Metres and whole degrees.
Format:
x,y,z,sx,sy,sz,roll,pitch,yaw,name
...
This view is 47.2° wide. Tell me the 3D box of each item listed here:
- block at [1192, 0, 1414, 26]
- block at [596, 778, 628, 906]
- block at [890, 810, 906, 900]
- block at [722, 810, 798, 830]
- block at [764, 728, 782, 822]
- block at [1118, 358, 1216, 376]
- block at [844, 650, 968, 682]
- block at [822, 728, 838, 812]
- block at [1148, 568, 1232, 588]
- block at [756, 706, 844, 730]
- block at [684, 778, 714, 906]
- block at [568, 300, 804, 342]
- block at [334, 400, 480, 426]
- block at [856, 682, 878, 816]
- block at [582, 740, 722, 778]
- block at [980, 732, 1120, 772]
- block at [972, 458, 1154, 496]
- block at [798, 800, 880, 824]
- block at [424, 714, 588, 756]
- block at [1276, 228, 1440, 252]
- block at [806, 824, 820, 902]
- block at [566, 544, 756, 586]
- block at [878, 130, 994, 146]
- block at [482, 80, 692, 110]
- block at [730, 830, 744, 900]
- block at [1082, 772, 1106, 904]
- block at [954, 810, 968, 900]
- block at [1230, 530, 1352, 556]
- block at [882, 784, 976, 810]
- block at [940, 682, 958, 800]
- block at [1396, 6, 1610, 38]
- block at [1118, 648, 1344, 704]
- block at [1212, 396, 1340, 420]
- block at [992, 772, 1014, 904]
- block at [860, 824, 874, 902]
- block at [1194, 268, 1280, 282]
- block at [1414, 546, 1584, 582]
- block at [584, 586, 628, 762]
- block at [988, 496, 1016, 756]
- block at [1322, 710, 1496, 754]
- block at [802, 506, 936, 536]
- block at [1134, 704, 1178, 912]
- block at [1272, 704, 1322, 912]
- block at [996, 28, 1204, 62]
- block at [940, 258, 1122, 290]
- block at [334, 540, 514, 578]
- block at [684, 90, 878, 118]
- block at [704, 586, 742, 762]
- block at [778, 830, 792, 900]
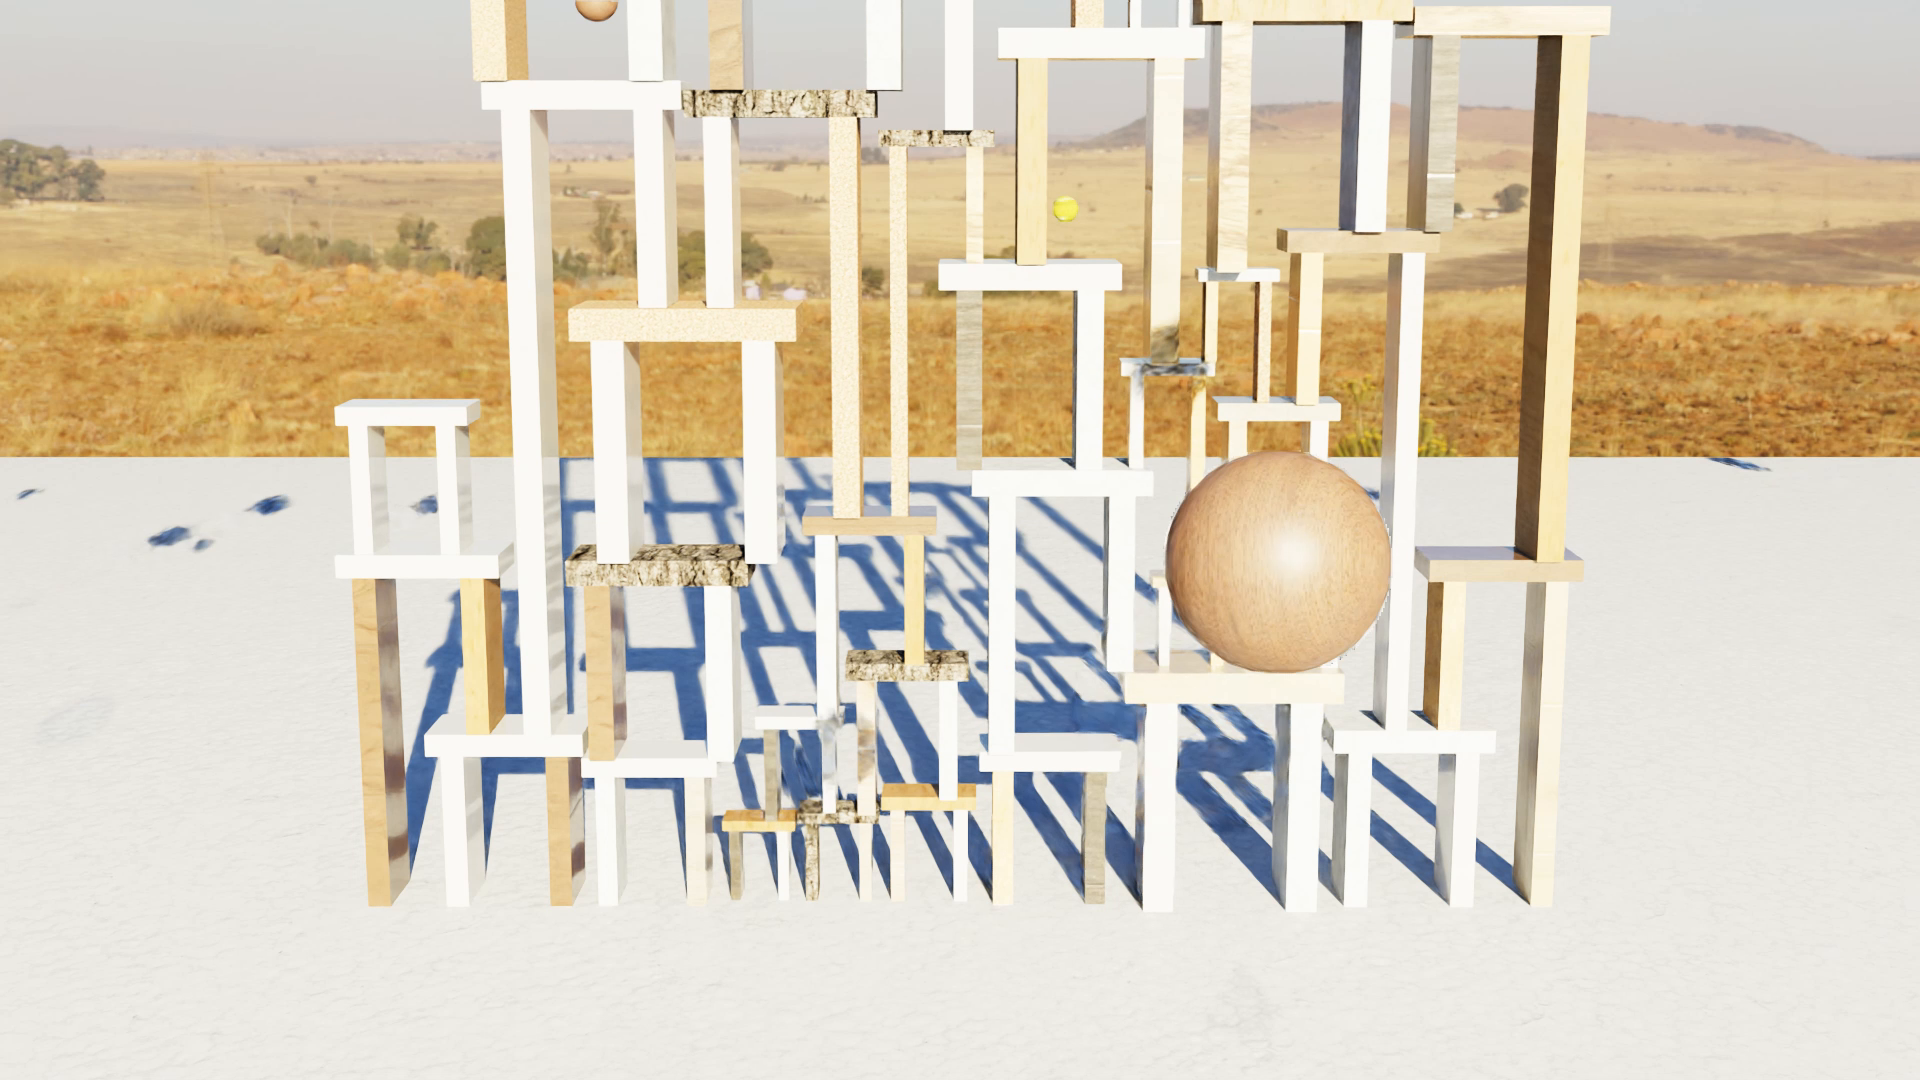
x,y,z,sx,sy,sz,roll,pitch,yaw,name
0.526,-0.823,3.401,0.317,0.045,0.158,0,11,0,block
-0.578,0.483,3.647,0.031,0.219,0.109,0,11,0,block
-0.103,0.513,3.658,0.022,0.156,0.078,0,11,0,block
-0.331,0.465,3.645,0.119,0.017,0.059,0,11,0,block
-0.309,0.379,3.628,0.020,0.159,0.071,0,11,0,block
0.329,-0.276,3.504,0.147,0.021,0.073,0,11,1,block
-0.086,0.205,3.596,0.200,0.028,0.100,0,10,0,block
-0.214,0.371,3.626,0.020,0.142,0.071,0,11,0,block
0.374,0.062,3.573,0.129,0.018,0.064,0,11,0,block
-0.262,0.291,3.611,0.142,0.020,0.071,0,11,0,block
-0.432,0.483,3.647,0.031,0.219,0.109,0,11,0,block
-0.430,-0.349,3.491,0.351,0.050,0.175,0,11,0,block
-0.882,-0.205,3.520,0.207,0.029,0.103,0,11,0,block
-0.153,0.330,3.619,0.028,0.225,0.100,0,11,0,block
-0.505,0.360,3.624,0.219,0.031,0.109,0,11,0,block
0.146,0.349,3.629,0.228,0.032,0.114,0,11,0,block
0.162,-0.102,3.539,0.285,0.040,0.143,0,11,0,block
-0.200,0.450,3.640,0.133,0.019,0.067,0,11,0,block
-0.739,0.321,3.621,0.255,0.036,0.127,0,11,0,block
0.626,-0.473,3.467,0.237,0.034,0.118,0,11,0,block
-0.244,0.525,3.654,0.019,0.133,0.067,0,11,0,block
-0.482,0.040,3.567,0.289,0.041,0.144,0,11,0,block
-0.036,-0.629,3.442,0.179,0.025,0.090,0,11,0,block
-0.579,-0.693,3.431,0.303,0.043,0.152,0,11,0,block
-0.371,0.532,3.658,0.017,0.119,0.059,0,11,0,block
0.222,0.477,3.653,0.032,0.228,0.114,0,11,0,block
0.001,0.513,3.658,0.022,0.156,0.078,0,11,0,block
0.535,0.005,3.557,0.184,0.026,0.092,0,10,0,block
-0.051,0.425,3.642,0.156,0.022,0.078,0,11,0,block
-0.019,0.317,3.617,0.028,0.200,0.100,0,10,0,block
0.838,-0.801,3.407,0.296,0.042,0.148,0,11,0,block
0.440,0.222,3.601,0.349,0.049,0.175,0,11,0,block
0.504,-0.210,3.518,0.193,0.027,0.096,0,10,0,block
0.070,0.477,3.652,0.032,0.228,0.114,0,11,0,block
-0.156,0.525,3.654,0.019,0.133,0.067,0,11,0,block
0.439,-0.421,3.485,0.127,0.018,0.063,0,11,0,block
0.872,0.038,3.566,0.246,0.035,0.123,0,11,0,block
-0.579,0.202,3.597,0.041,0.289,0.144,0,11,0,block
0.067,0.126,3.581,0.040,0.424,0.143,0,11,0,block
0.735,0.315,3.619,0.261,0.037,0.130,0,11,0,block
-0.144,-0.032,3.550,0.212,0.030,0.106,0,11,0,block
0.323,0.418,3.637,0.049,0.349,0.175,0,11,0,block
0.556,0.418,3.637,0.049,0.349,0.175,0,11,0,block
0.215,-0.769,3.414,0.312,0.044,0.156,0,11,0,block
0.109,-0.421,3.483,0.283,0.040,0.142,0,11,0,block
-0.865,0.031,3.567,0.259,0.037,0.130,0,11,0,block
-0.277,-0.681,3.434,0.292,0.041,0.146,0,11,0,block
-0.386,0.203,3.597,0.041,0.289,0.144,0,11,0,block
-0.292,0.532,3.658,0.017,0.119,0.059,0,11,0,block
